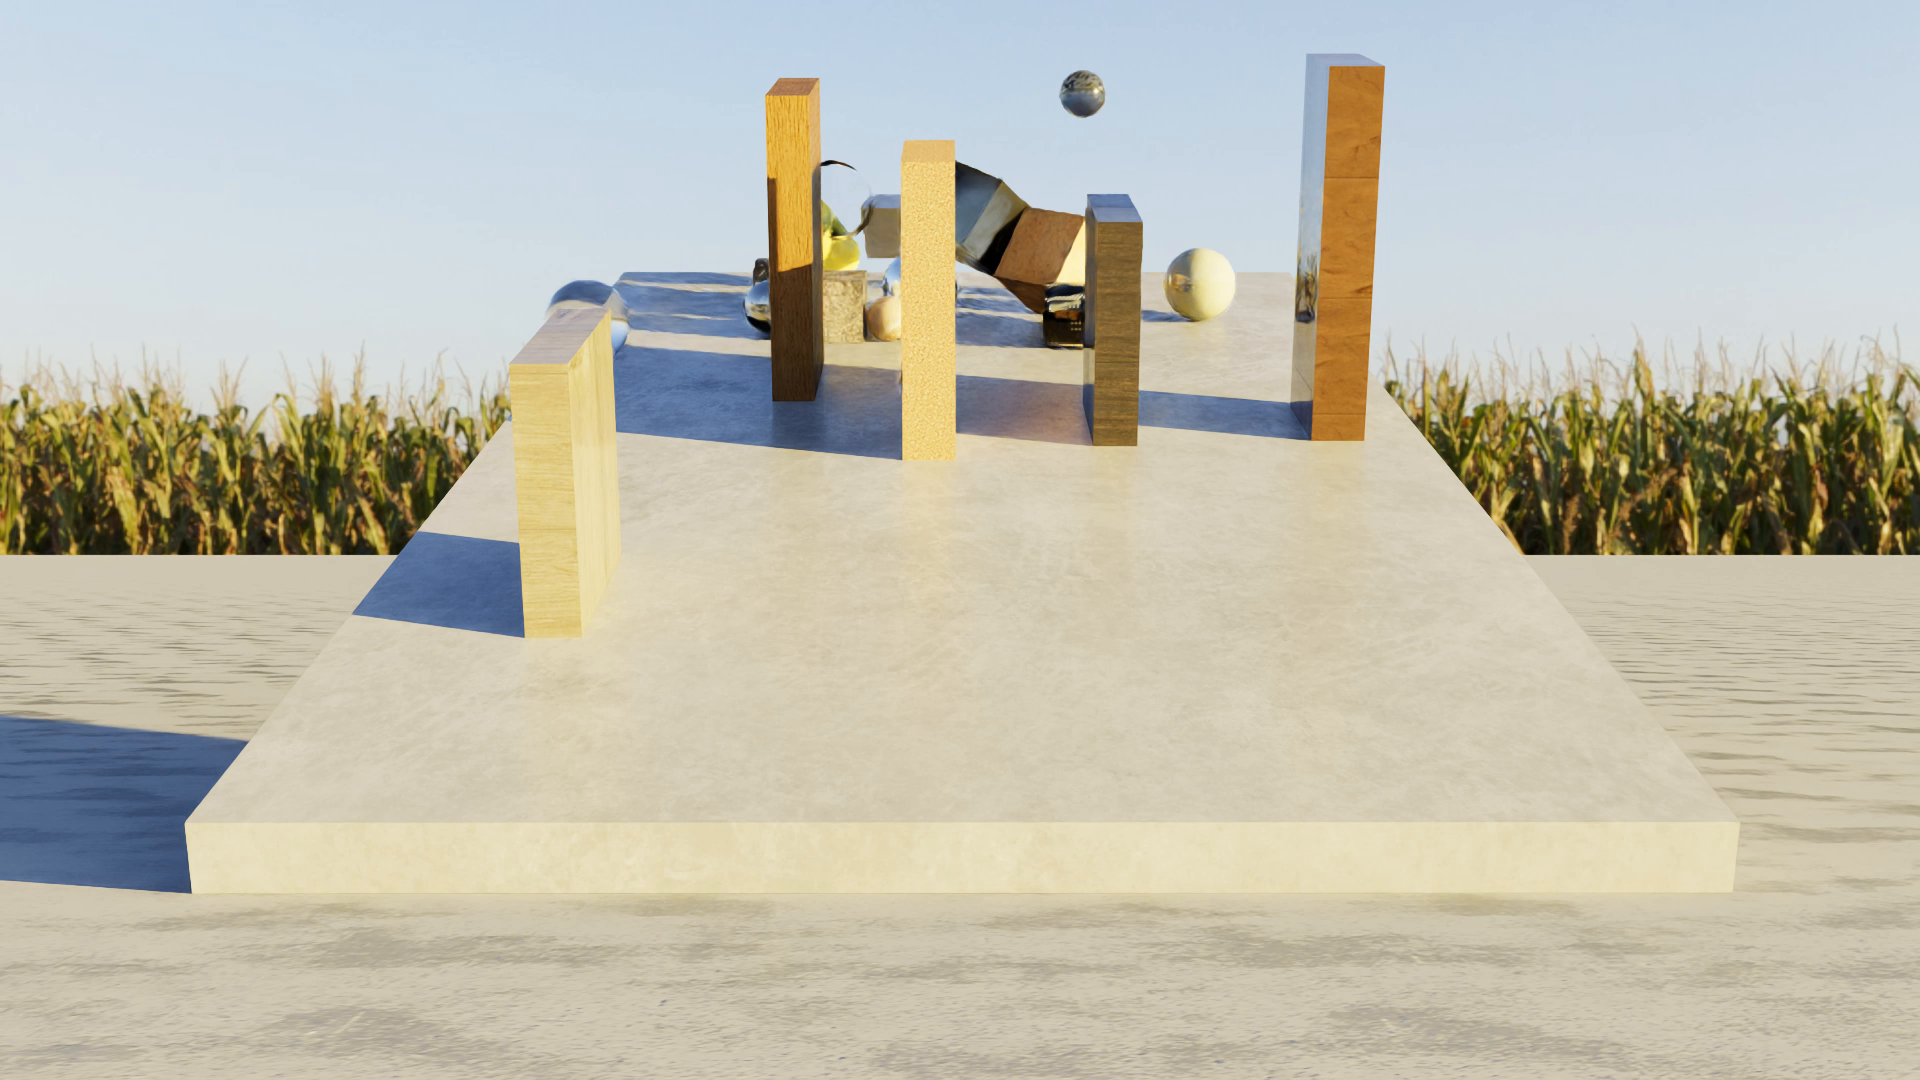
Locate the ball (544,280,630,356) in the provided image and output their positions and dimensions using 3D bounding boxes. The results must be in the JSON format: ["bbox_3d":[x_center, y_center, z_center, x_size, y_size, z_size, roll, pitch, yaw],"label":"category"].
[{"bbox_3d":[-0.911,-0.534,5.433,0.207,0.207,0.207,0,0,0],"label":"ball"}]

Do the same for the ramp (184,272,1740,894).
[{"bbox_3d":[-0.003,-0.173,4.783,2.000,0.100,4.000,0,17,0],"label":"ramp"}]

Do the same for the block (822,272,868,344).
[{"bbox_3d":[-0.325,-0.602,5.741,0.159,0.159,0.159,0,17,1],"label":"block"}]

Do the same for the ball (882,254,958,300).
[{"bbox_3d":[-0.106,-0.667,5.880,0.202,0.202,0.202,0,0,0],"label":"ball"}]

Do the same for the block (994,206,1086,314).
[{"bbox_3d":[0.264,-0.724,5.865,0.210,0.210,0.210,16,-13,40],"label":"block"}]

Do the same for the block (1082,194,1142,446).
[{"bbox_3d":[0.327,-0.482,4.812,0.093,0.475,0.393,0,17,0],"label":"block"}]

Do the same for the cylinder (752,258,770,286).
[{"bbox_3d":[-0.469,-0.684,6.016,0.155,0.155,0.155,2,0,7],"label":"cylinder"}]

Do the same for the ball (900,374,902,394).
[{"bbox_3d":[-0.077,-0.349,4.977,0.119,0.119,0.119,0,0,0],"label":"ball"}]

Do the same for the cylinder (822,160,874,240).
[{"bbox_3d":[-0.318,-0.860,5.642,0.190,0.190,0.190,0,5,1],"label":"cylinder"}]

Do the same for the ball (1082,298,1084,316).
[{"bbox_3d":[0.389,-0.605,5.769,0.147,0.147,0.147,0,0,0],"label":"ball"}]

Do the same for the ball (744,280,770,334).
[{"bbox_3d":[-0.496,-0.609,5.801,0.137,0.137,0.137,0,0,0],"label":"ball"}]

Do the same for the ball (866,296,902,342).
[{"bbox_3d":[-0.184,-0.568,5.707,0.114,0.114,0.114,0,0,0],"label":"ball"}]

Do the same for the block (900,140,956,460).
[{"bbox_3d":[-0.064,-0.511,4.671,0.109,0.611,0.372,0,17,0],"label":"block"}]

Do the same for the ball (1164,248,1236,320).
[{"bbox_3d":[0.644,-0.687,5.964,0.194,0.194,0.194,0,0,0],"label":"ball"}]

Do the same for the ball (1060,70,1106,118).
[{"bbox_3d":[0.331,-1.200,5.979,0.126,0.126,0.126,0,0,0],"label":"ball"}]

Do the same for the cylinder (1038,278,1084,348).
[{"bbox_3d":[0.304,-0.570,5.631,0.164,0.164,0.164,13,3,16],"label":"cylinder"}]

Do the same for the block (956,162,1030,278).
[{"bbox_3d":[0.042,-0.852,5.908,0.201,0.201,0.201,29,-4,39],"label":"block"}]

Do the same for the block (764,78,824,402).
[{"bbox_3d":[-0.381,-0.708,5.182,0.096,0.689,0.423,0,17,0],"label":"block"}]

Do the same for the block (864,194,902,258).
[{"bbox_3d":[-0.184,-0.892,6.309,0.146,0.146,0.146,1,25,14],"label":"block"}]

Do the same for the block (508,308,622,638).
[{"bbox_3d":[-0.647,-0.121,3.678,0.090,0.445,0.442,0,17,0],"label":"block"}]

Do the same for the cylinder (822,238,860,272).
[{"bbox_3d":[-0.406,-0.854,6.407,0.178,0.178,0.178,0,-28,26],"label":"cylinder"}]

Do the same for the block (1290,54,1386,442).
[{"bbox_3d":[0.806,-0.632,4.772,0.113,0.785,0.310,0,17,0],"label":"block"}]
